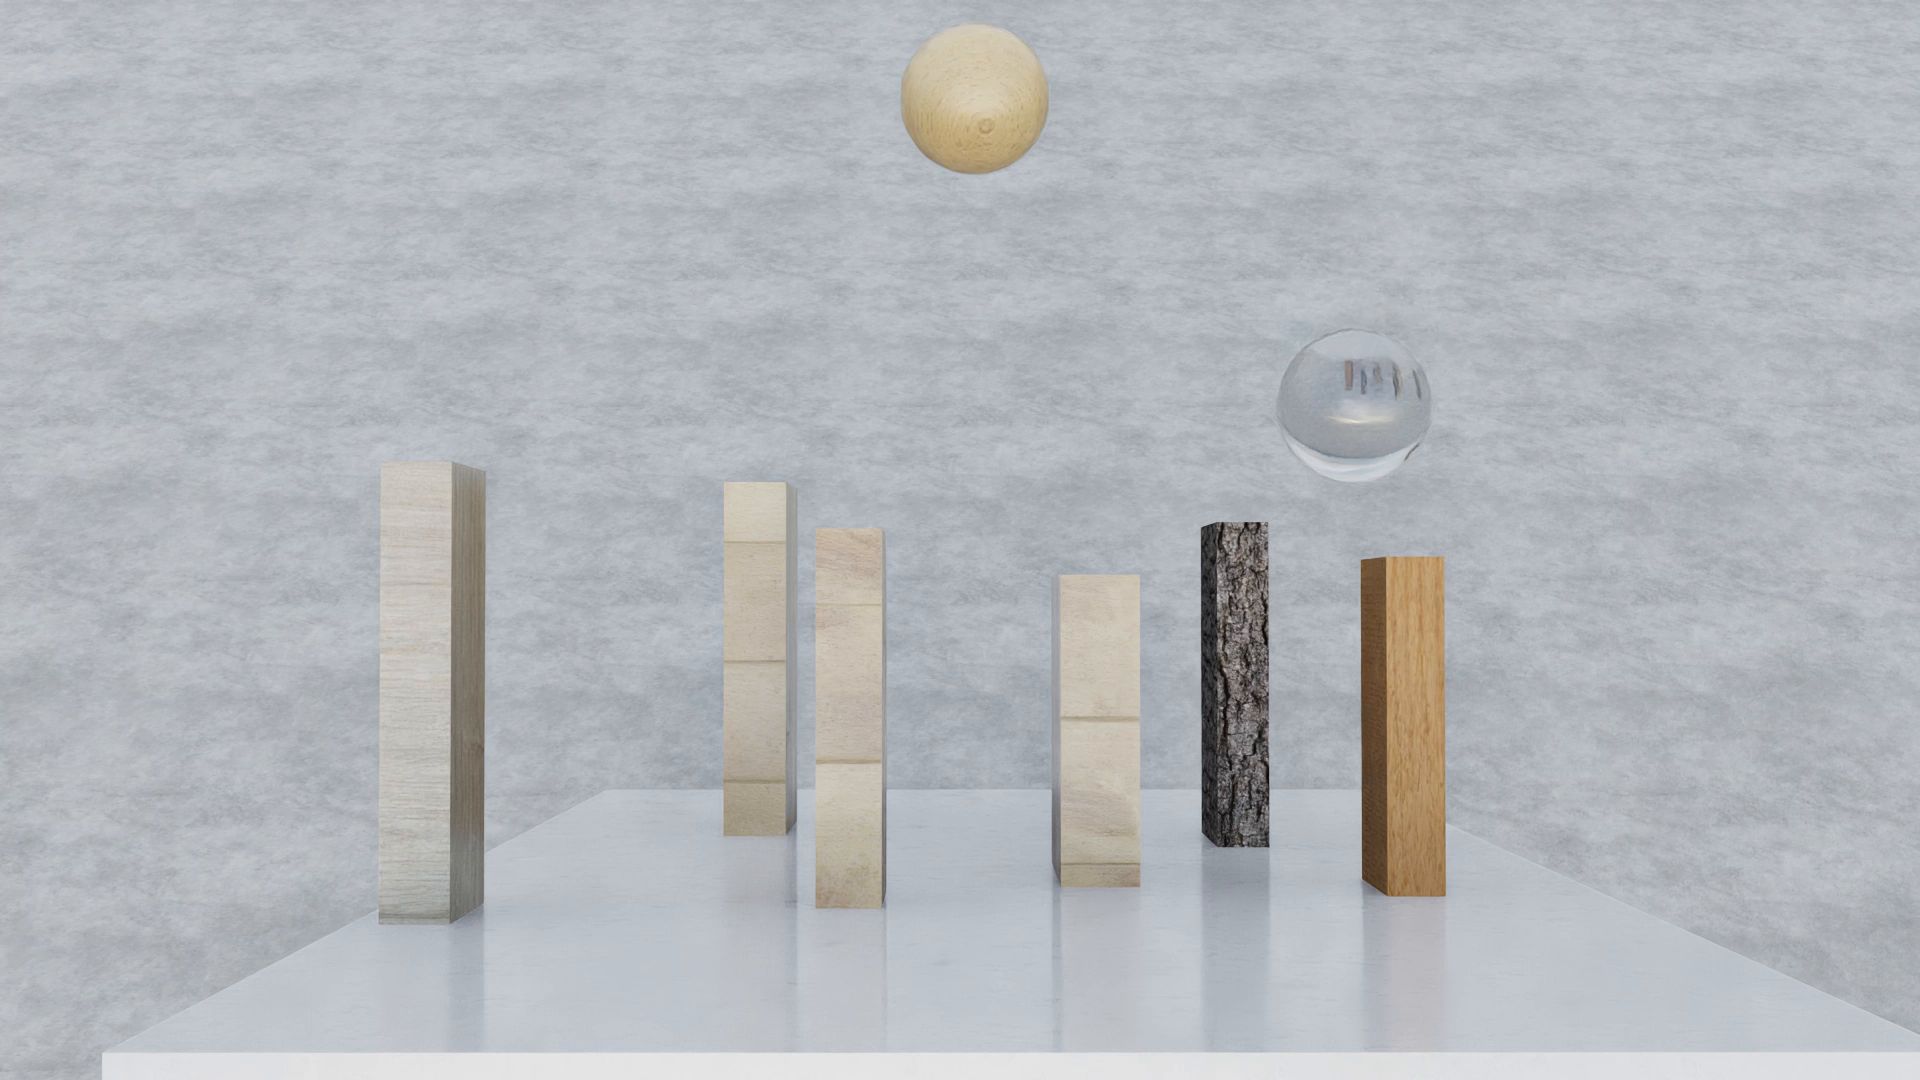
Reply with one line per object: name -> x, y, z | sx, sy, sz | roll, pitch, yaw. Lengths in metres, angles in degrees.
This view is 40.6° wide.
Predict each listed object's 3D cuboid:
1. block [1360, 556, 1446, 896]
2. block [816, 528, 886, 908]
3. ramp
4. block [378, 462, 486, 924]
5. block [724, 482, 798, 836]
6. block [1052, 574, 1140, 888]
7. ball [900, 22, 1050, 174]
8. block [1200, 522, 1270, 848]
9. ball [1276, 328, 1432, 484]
block -> 0.756, 0.312, 4.440 | 0.096, 0.562, 0.276 | 0, -1, 0
block -> -0.177, 0.287, 4.267 | 0.105, 0.604, 0.272 | 0, -1, 0
ramp -> 0.075, 0.653, 4.794 | 2.000, 0.100, 4.000 | 0, -1, 0
block -> -0.825, 0.234, 4.070 | 0.107, 0.700, 0.283 | 0, -1, 0
block -> -0.430, 0.253, 5.631 | 0.130, 0.741, 0.390 | 0, -1, 0
block -> 0.240, 0.332, 4.663 | 0.136, 0.534, 0.444 | 0, -1, 0
ball -> 0.015, -0.464, 2.732 | 0.158, 0.158, 0.158 | 0, 34, 0
block -> 0.565, 0.292, 5.351 | 0.103, 0.648, 0.347 | 0, -1, 0
ball -> 0.362, -0.123, 2.383 | 0.142, 0.142, 0.142 | 0, 34, 0
